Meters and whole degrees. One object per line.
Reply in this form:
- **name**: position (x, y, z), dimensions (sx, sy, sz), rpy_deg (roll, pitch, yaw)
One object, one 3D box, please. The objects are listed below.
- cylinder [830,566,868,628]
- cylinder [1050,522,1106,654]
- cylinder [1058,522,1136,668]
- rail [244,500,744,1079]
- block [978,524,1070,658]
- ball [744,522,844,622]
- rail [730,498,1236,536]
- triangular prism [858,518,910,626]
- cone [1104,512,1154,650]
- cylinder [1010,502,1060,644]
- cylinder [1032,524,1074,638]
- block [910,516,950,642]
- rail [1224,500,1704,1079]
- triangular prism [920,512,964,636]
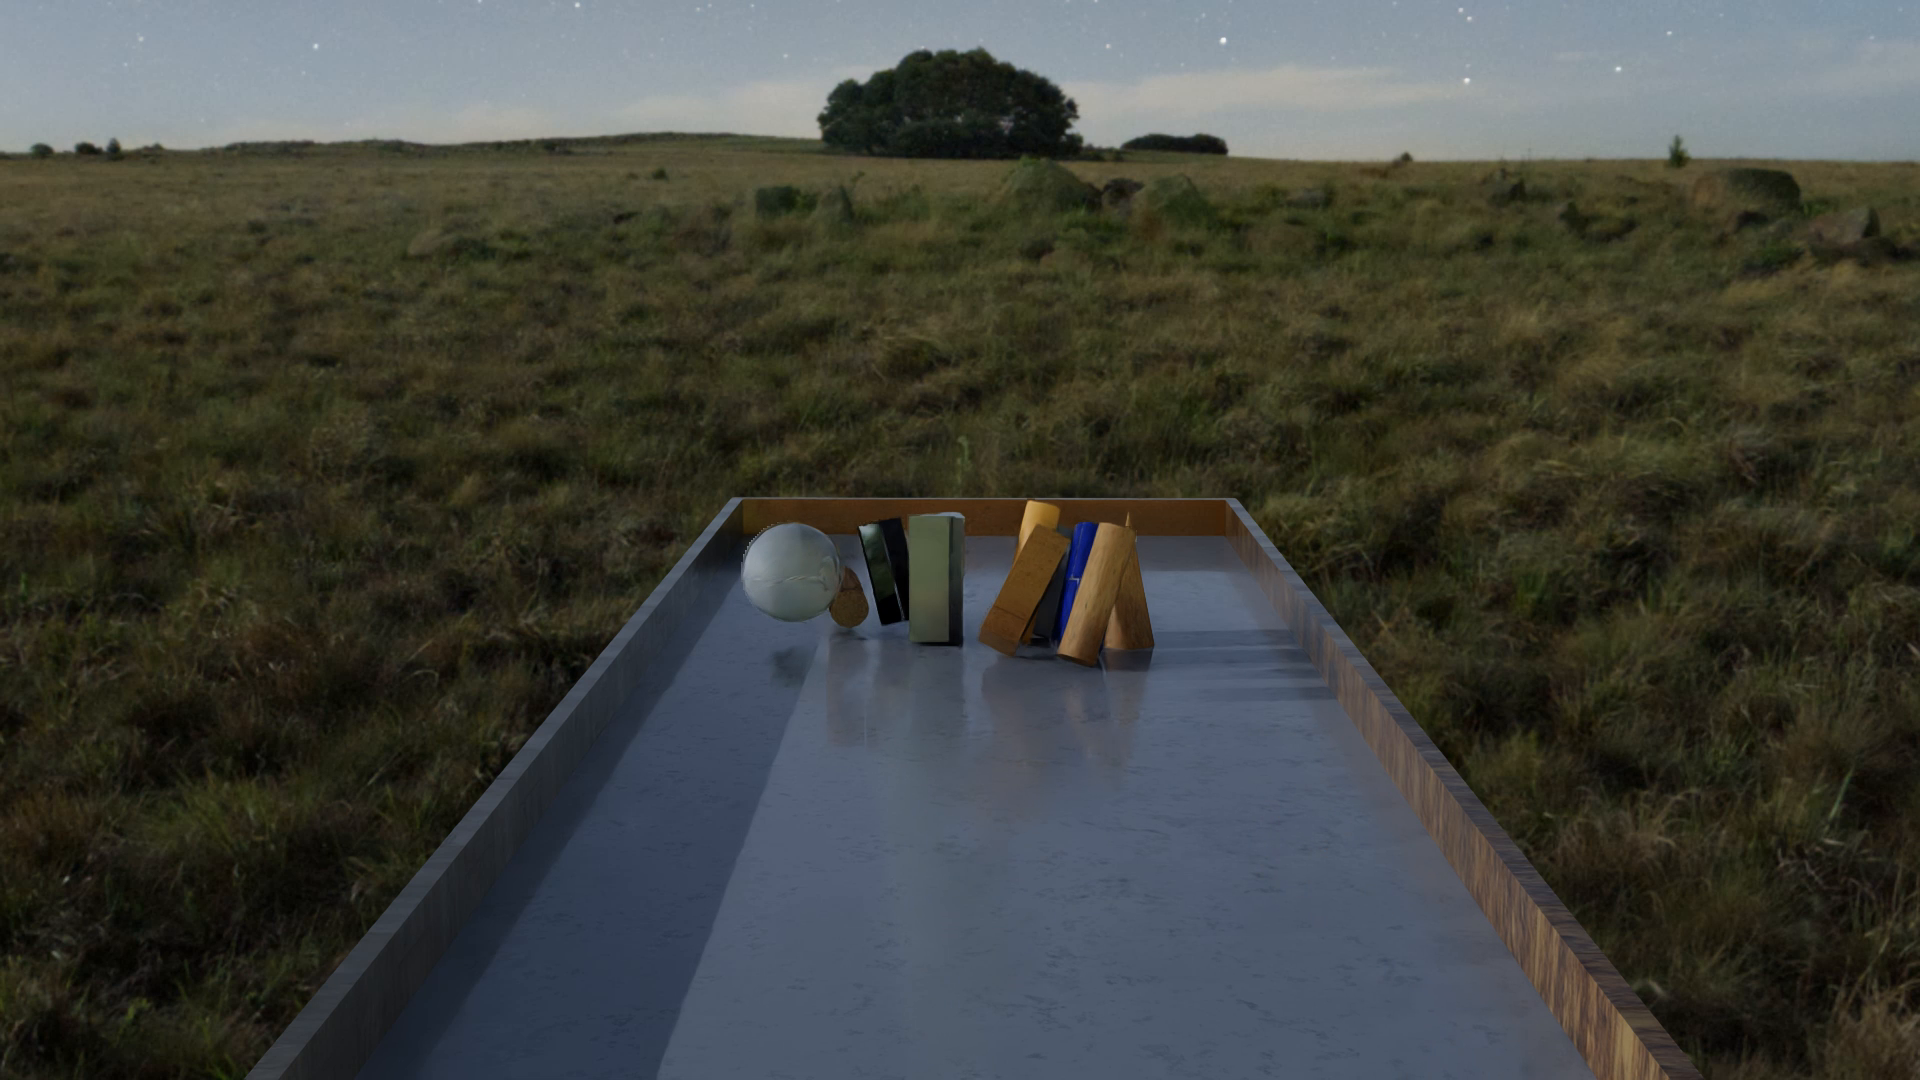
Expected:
- **cylinder**: position (-0.380, 0.187, 7.275), dimensions (0.126, 0.126, 0.318), rpy_deg (-1, 14, -8)
- **cylinder**: position (0.394, 0.151, 6.757), dimensions (0.159, 0.376, 0.159), rpy_deg (12, -13, 3)
- **cylinder**: position (0.410, 0.164, 6.605), dimensions (0.117, 0.421, 0.117), rpy_deg (18, -10, 3)
- **rail**: position (-1.004, 0.839, 3.234), dimensions (0.050, 0.150, 12.000), rpy_deg (0, 9, 1)
- **block**: position (0.199, 0.154, 6.760), dimensions (0.118, 0.389, 0.118), rpy_deg (26, -23, 6)
- **ball**: position (-0.533, 0.105, 7.032), dimensions (0.319, 0.319, 0.319), rpy_deg (0, 9, 0)
- **rail**: position (0.099, -0.098, 9.147), dimensions (2.100, 0.150, 0.050), rpy_deg (0, 9, 1)
- **triangular prism**: position (-0.241, 0.110, 7.192), dimensions (0.145, 0.332, 0.126), rpy_deg (-12, -5, -18)
- **cone**: position (0.527, 0.118, 6.909), dimensions (0.173, 0.424, 0.173), rpy_deg (0, 9, 0)
- **cylinder**: position (0.216, 0.102, 6.936), dimensions (0.111, 0.436, 0.111), rpy_deg (13, -7, 2)
- **cylinder**: position (0.285, 0.130, 7.016), dimensions (0.107, 0.352, 0.107), rpy_deg (15, -6, 2)
- **block**: position (-0.095, 0.121, 6.956), dimensions (0.122, 0.392, 0.122), rpy_deg (0, 2, 2)
- **rail**: position (1.046, 0.843, 3.208), dimensions (0.050, 0.150, 12.000), rpy_deg (0, 9, 1)
- **triangular prism**: position (-0.032, 0.106, 7.108), dimensions (0.152, 0.383, 0.131), rpy_deg (4, 8, 24)
